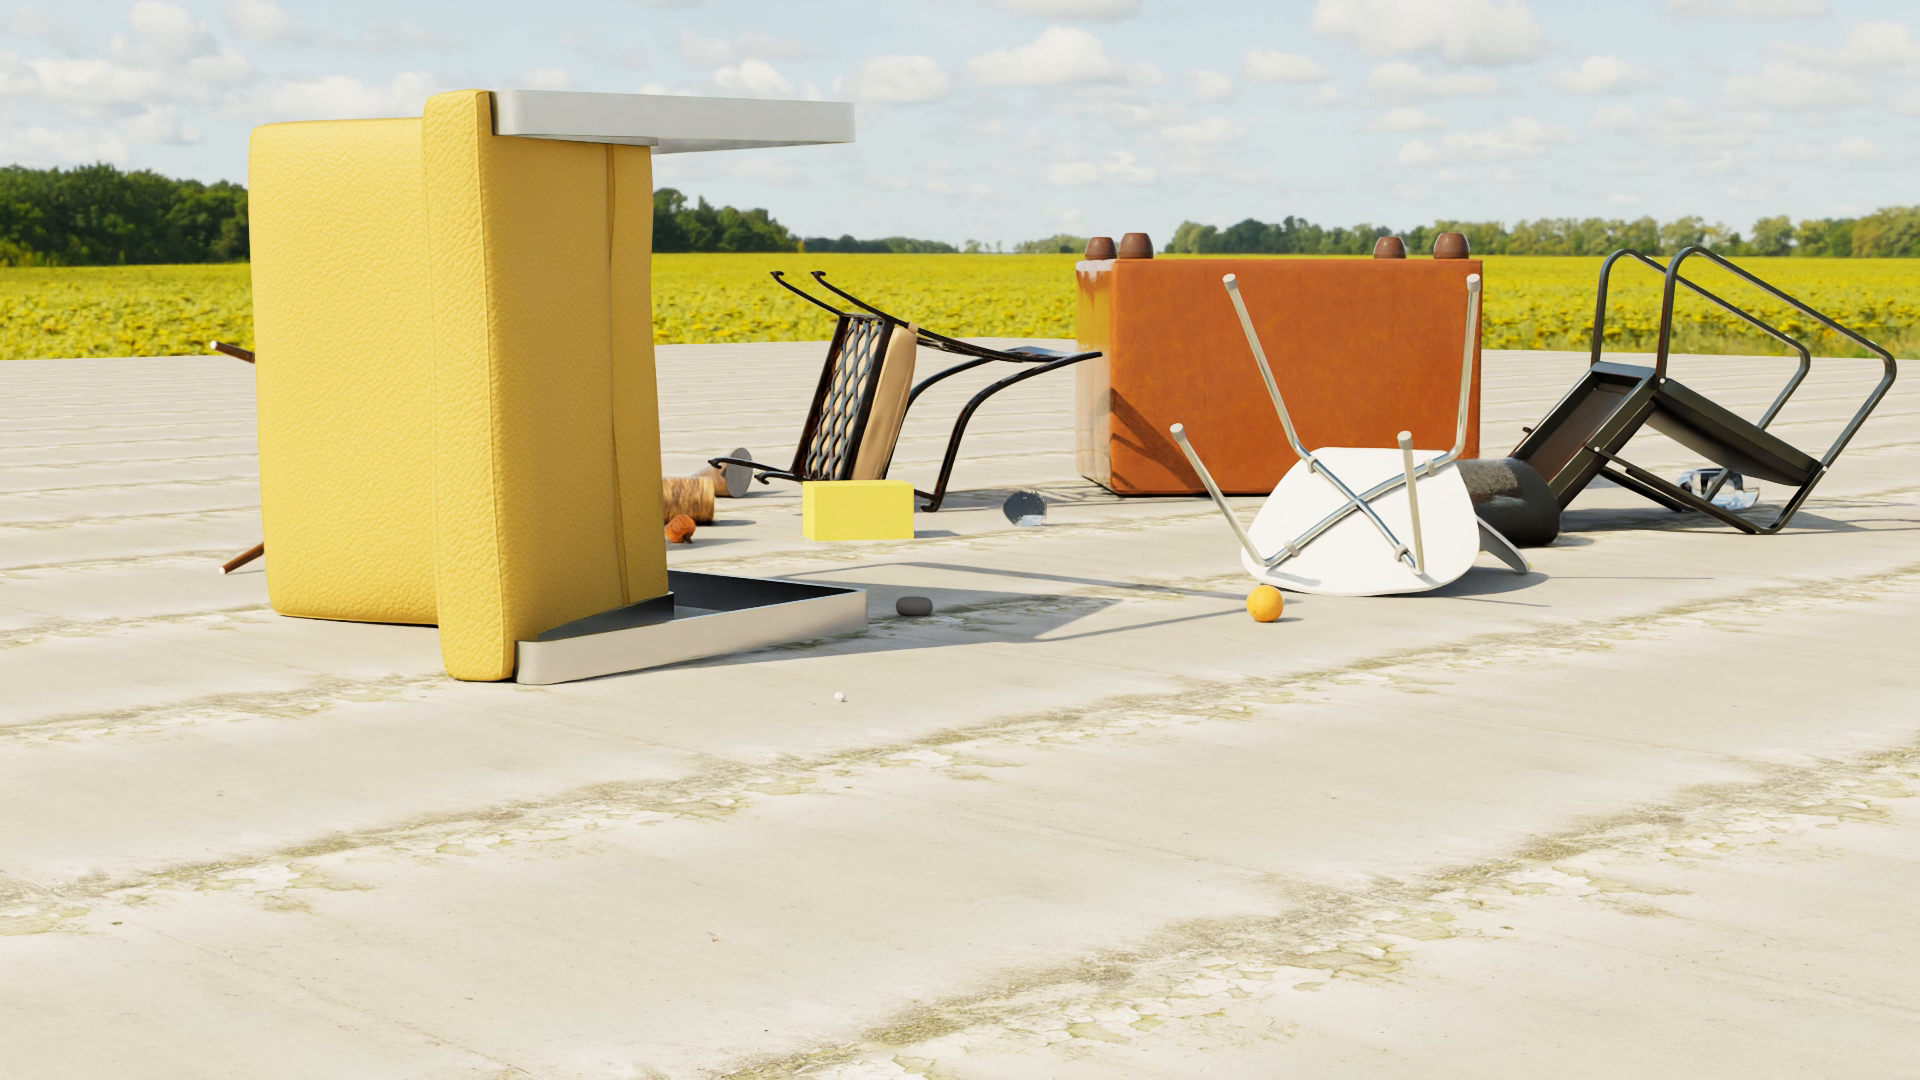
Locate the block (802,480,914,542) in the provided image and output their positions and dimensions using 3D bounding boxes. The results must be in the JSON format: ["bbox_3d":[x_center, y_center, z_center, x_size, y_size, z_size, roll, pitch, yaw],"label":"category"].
[{"bbox_3d":[-0.258,-0.076,6.482,0.252,0.136,0.165,-1,6,-13],"label":"block"}]

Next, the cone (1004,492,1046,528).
[{"bbox_3d":[0.167,-0.066,6.835,0.111,0.094,0.182,4,-9,-1],"label":"cone"}]

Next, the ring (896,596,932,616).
[{"bbox_3d":[-0.089,0.130,4.999,0.072,0.033,0.066,2,8,2],"label":"ring"}]

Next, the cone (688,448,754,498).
[{"bbox_3d":[-0.785,-0.172,7.736,0.265,0.125,0.275,-14,20,17],"label":"cone"}]

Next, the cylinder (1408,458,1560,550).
[{"bbox_3d":[1.282,-0.091,6.289,0.261,0.171,0.291,-3,35,-24],"label":"cylinder"}]

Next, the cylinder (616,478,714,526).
[{"bbox_3d":[-0.783,-0.103,6.803,0.247,0.123,0.192,-1,-3,-11],"label":"cylinder"}]

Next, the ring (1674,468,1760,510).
[{"bbox_3d":[2.158,-0.146,7.307,0.269,0.110,0.207,-5,6,-30],"label":"ring"}]
